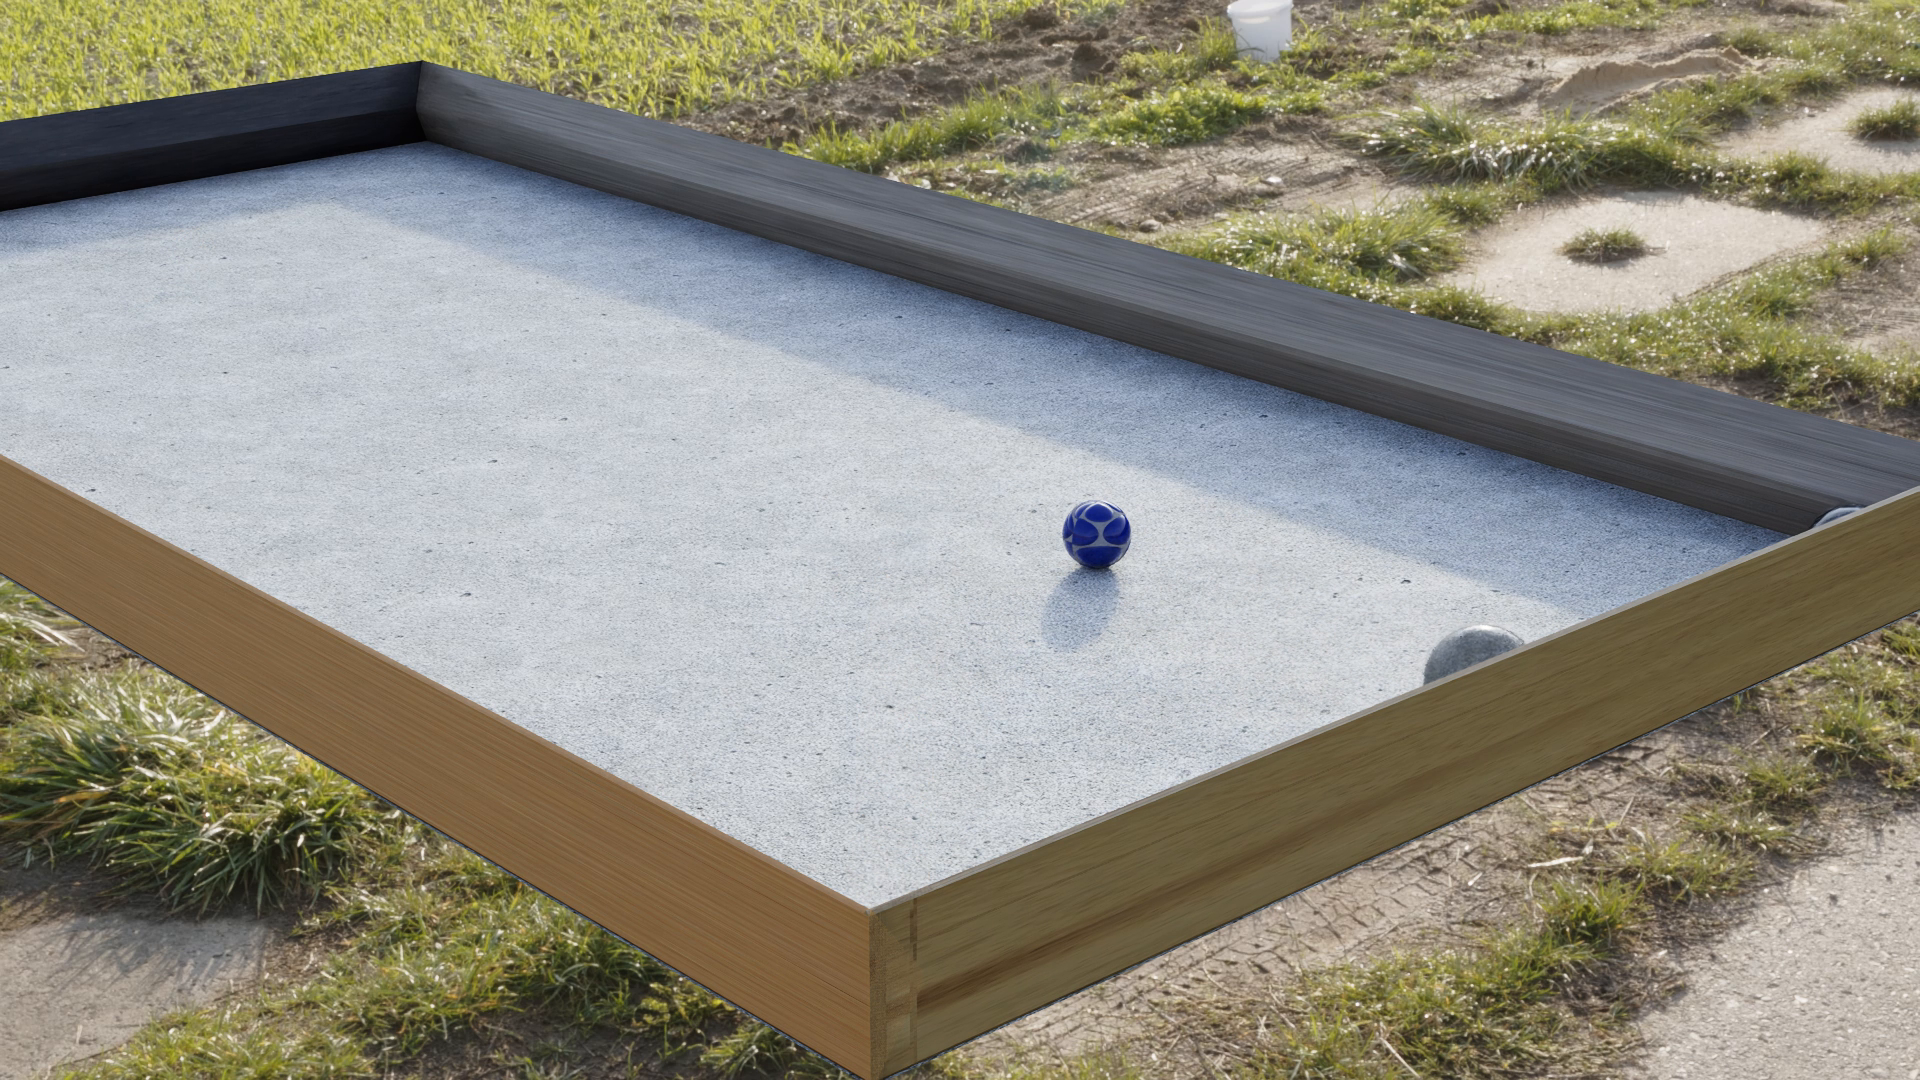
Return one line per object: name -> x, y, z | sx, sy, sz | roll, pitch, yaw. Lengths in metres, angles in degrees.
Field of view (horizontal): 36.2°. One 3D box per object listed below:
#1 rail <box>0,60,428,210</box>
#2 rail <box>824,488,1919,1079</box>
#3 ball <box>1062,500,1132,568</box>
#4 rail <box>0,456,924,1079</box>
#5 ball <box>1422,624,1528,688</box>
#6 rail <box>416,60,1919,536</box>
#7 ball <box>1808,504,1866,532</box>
rail -> -1.329, -0.528, 4.166 | 1.364, 0.125, 0.045 | -17, 26, -39
rail -> 0.432, 0.134, 2.333 | 1.364, 0.125, 0.045 | -17, 26, -39
ball -> 0.131, -0.006, 2.809 | 0.067, 0.067, 0.067 | 0, 20, 0
rail -> -0.936, -0.047, 2.834 | 0.045, 0.125, 2.674 | -17, 26, -39
ball -> 0.430, 0.118, 2.424 | 0.096, 0.096, 0.096 | 0, 20, 0
rail -> 0.040, -0.347, 3.664 | 0.045, 0.125, 2.674 | -17, 26, -39
ball -> 0.833, 0.007, 2.754 | 0.081, 0.081, 0.081 | 0, 20, 0
